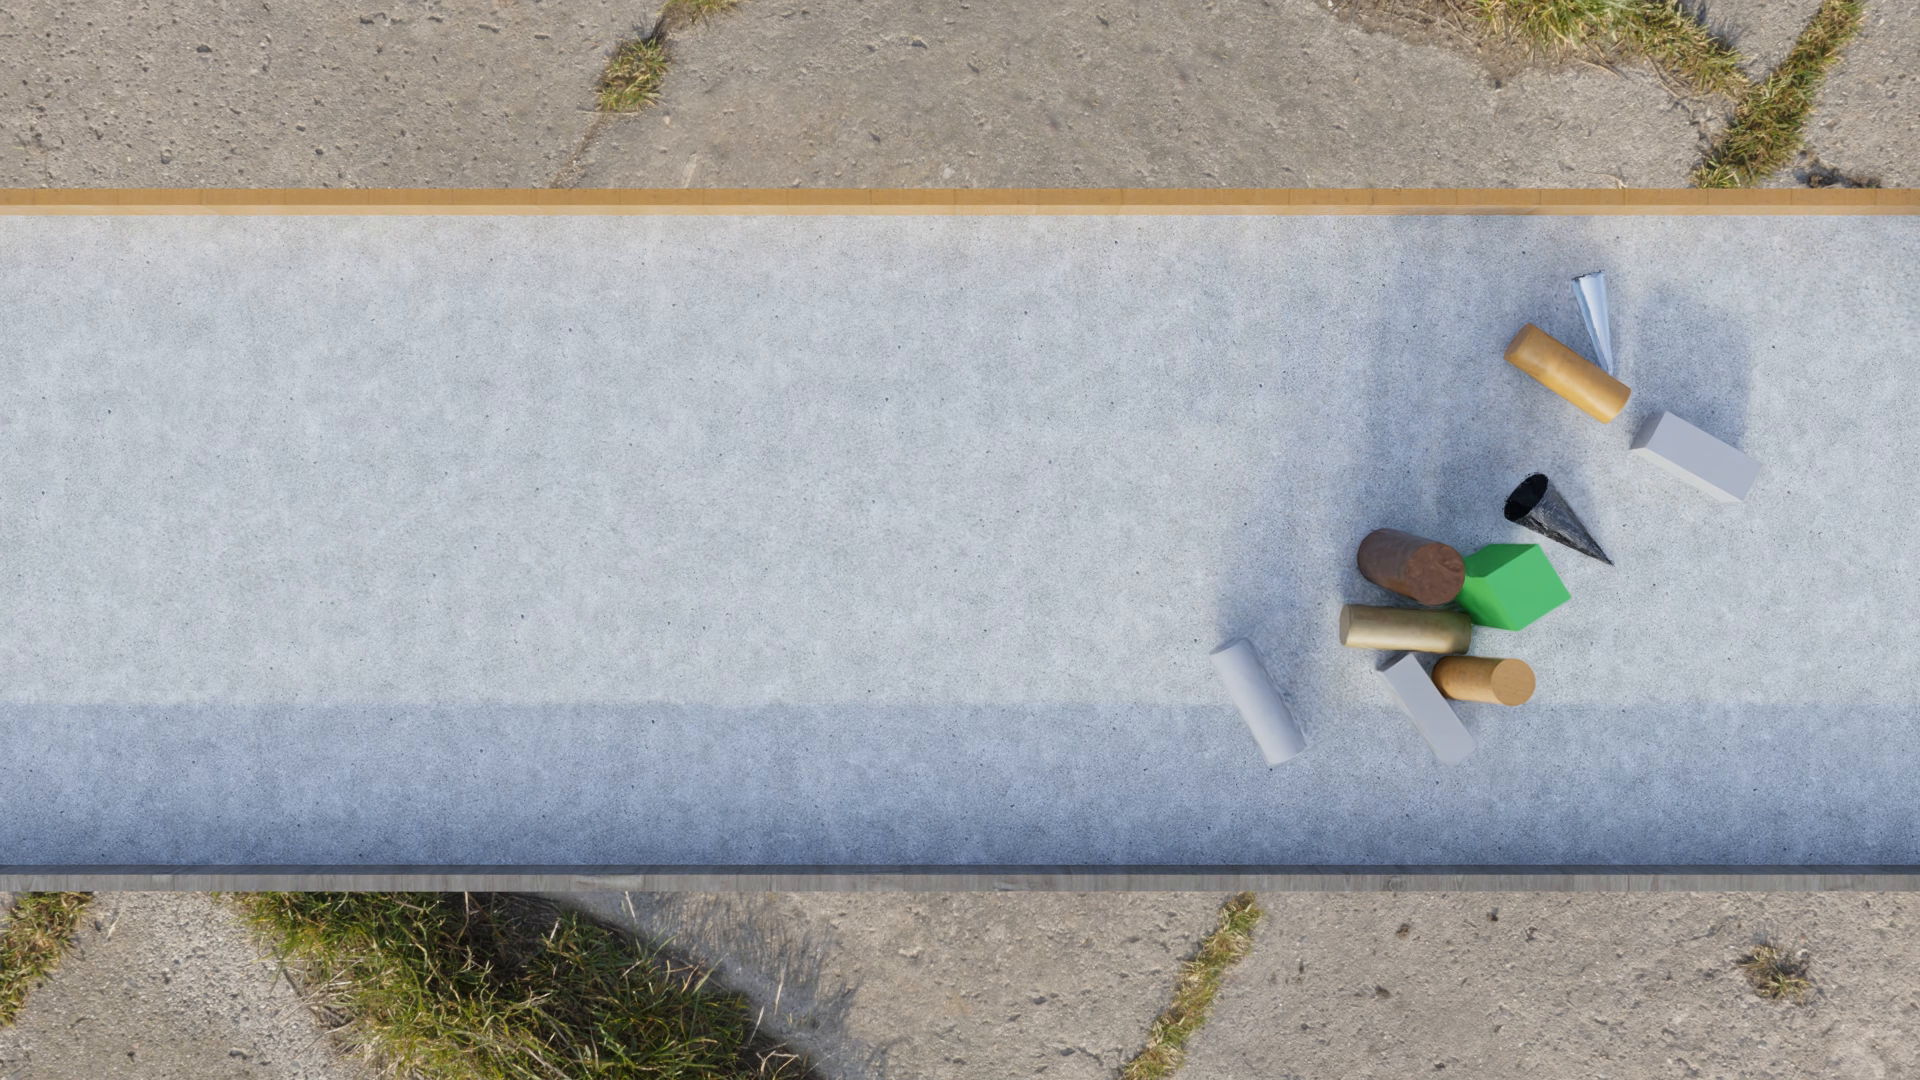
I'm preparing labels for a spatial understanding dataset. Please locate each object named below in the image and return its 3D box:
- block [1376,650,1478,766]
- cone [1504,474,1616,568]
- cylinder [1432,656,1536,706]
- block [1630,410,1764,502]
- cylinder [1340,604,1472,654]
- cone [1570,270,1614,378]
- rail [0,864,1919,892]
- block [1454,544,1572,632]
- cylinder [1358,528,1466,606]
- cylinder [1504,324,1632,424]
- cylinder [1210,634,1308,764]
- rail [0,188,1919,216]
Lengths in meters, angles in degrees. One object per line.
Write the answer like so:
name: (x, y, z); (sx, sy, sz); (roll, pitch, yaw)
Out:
block: (1.418, 0.511, 5.024); (0.105, 0.105, 0.347); (-35, 90, 0)
cone: (1.865, -0.022, 5.034); (0.384, 0.173, 0.173); (35, 90, -13)
cylinder: (1.541, 0.412, 4.873); (0.135, 0.390, 0.135); (0, 87, -9)
block: (2.234, -0.252, 5.013); (0.333, 0.128, 0.128); (29, 90, 0)
cylinder: (1.351, 0.270, 5.011); (0.368, 0.131, 0.131); (4, 90, 0)
cone: (1.966, -0.605, 5.051); (0.102, 0.102, 0.421); (-15, 97, 0)
rail: (-2.247, 1.025, 5.001); (12.000, 0.150, 0.050); (0, 90, 0)
block: (1.602, 0.134, 4.863); (0.179, 0.427, 0.179); (-32, 90, 0)
cylinder: (1.326, 0.074, 4.869); (0.180, 0.393, 0.180); (-1, 96, -6)
cylinder: (1.844, -0.505, 5.011); (0.361, 0.131, 0.131); (33, 90, 0)
cylinder: (0.908, 0.484, 5.012); (0.130, 0.130, 0.378); (-28, 90, 0)
rail: (-2.247, -1.025, 5.002); (12.000, 0.150, 0.050); (0, 90, 0)
